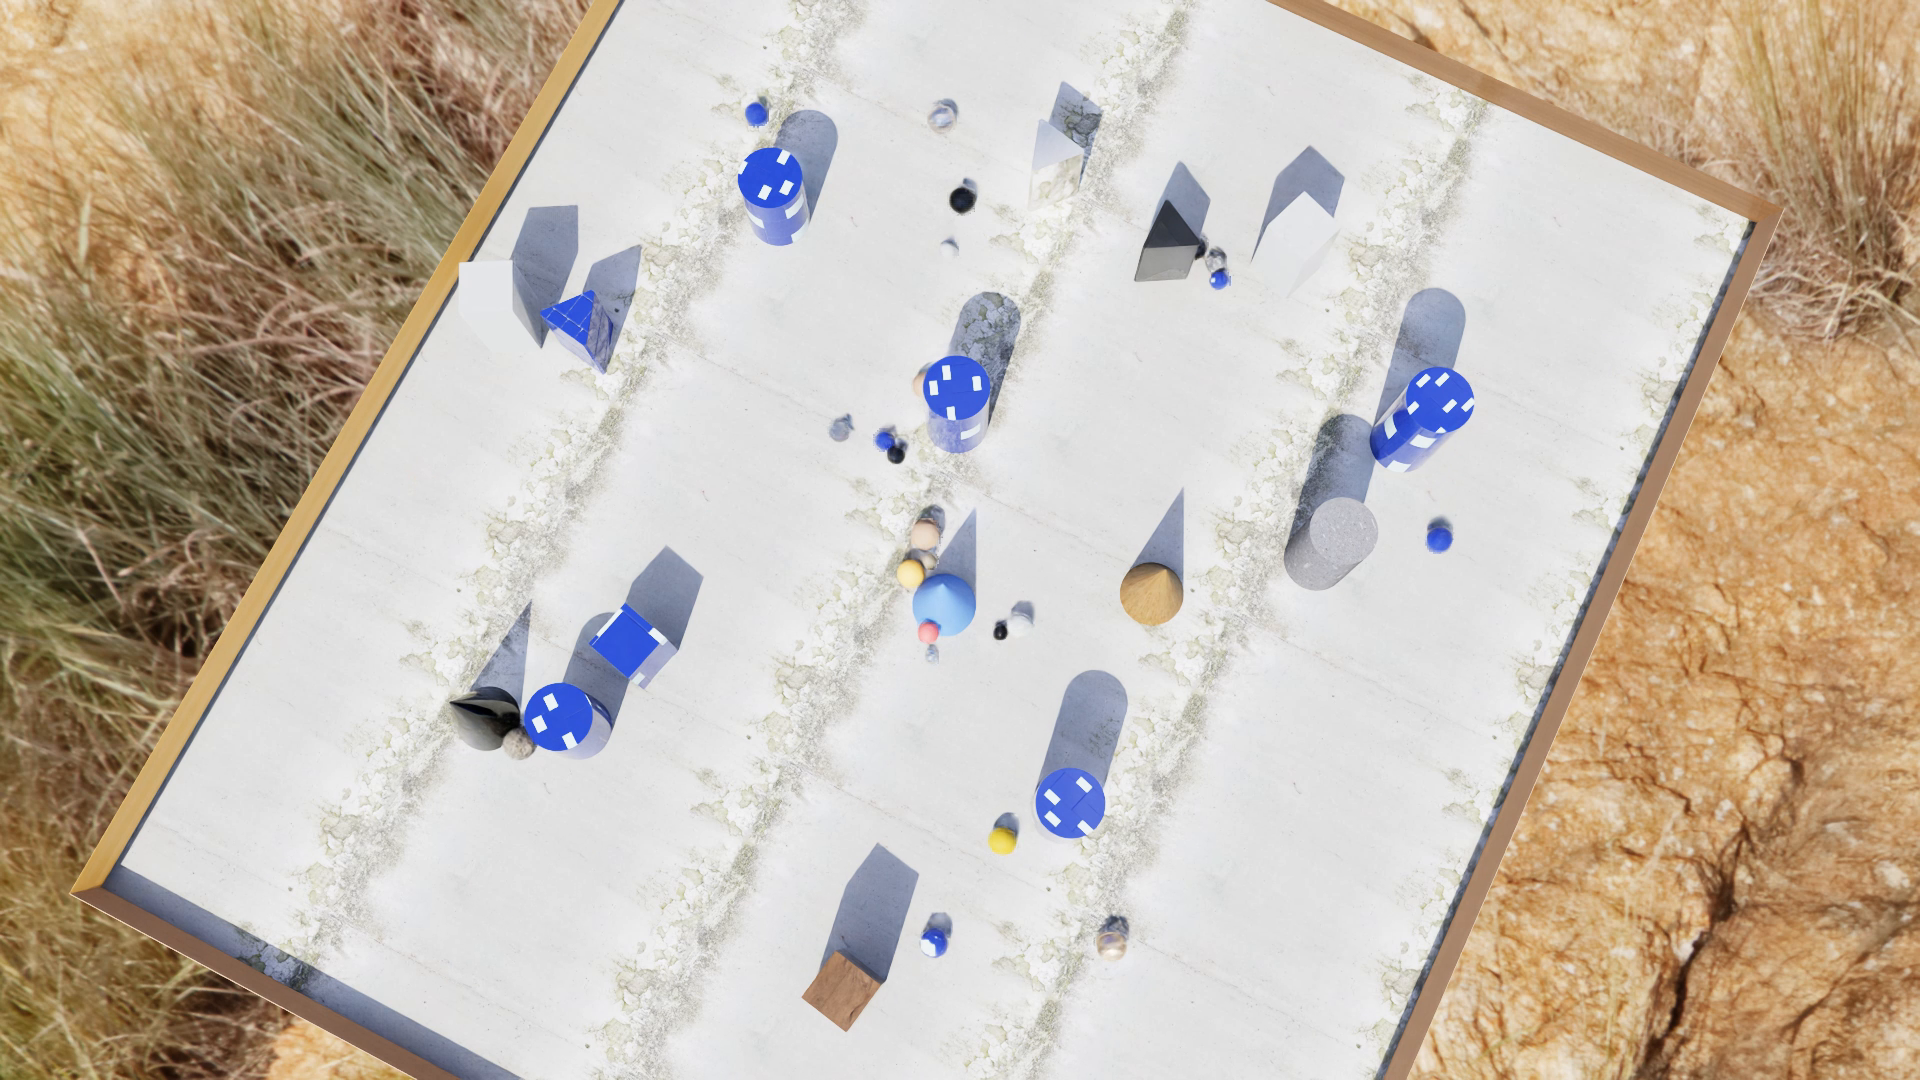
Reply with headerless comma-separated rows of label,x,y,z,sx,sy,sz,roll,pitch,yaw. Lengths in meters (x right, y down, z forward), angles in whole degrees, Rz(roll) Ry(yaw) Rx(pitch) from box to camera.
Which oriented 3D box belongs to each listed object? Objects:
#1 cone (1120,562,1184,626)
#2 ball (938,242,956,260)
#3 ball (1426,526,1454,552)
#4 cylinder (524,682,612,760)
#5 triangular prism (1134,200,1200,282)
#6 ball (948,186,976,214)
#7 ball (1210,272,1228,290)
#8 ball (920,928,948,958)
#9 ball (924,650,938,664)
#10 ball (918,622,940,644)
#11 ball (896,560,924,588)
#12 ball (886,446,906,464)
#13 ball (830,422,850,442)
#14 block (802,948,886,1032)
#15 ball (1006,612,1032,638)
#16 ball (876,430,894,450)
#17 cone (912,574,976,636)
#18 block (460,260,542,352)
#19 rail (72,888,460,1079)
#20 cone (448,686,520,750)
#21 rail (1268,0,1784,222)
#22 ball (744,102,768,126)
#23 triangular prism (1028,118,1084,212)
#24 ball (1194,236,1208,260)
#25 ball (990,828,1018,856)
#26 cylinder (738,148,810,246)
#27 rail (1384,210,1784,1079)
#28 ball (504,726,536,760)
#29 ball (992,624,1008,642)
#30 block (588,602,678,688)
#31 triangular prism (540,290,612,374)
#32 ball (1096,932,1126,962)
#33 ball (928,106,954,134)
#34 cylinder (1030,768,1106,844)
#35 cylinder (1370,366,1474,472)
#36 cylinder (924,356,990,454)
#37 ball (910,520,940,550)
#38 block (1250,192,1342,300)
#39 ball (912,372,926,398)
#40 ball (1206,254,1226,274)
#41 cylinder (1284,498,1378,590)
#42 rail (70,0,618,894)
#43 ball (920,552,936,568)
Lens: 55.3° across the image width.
cone,0.584,0.124,5.389,0.195,0.395,0.195,0,78,0
ball,-0.039,-0.911,5.776,0.057,0.057,0.057,0,78,0
ball,1.460,-0.003,5.577,0.079,0.079,0.079,0,78,0
cylinder,-1.142,0.533,5.356,0.195,0.295,0.195,0,78,0
triangular prism,0.630,-0.924,5.656,0.169,0.298,0.146,-4,78,-1
ball,0.006,-1.074,5.795,0.085,0.085,0.085,0,78,0
ball,0.810,-0.811,5.733,0.060,0.060,0.060,0,78,0
ball,-0.075,1.174,5.330,0.085,0.085,0.085,0,78,0
ball,-0.087,0.353,5.522,0.041,0.041,0.041,0,78,0
ball,-0.095,0.275,5.468,0.066,0.066,0.066,0,78,0
ball,-0.149,0.104,5.552,0.084,0.084,0.084,0,78,0
ball,-0.197,-0.260,5.641,0.058,0.058,0.058,0,78,0
ball,-0.372,-0.334,5.653,0.065,0.065,0.065,0,78,0
block,-0.324,1.267,5.172,0.156,0.358,0.156,36,81,7
ball,0.179,0.255,5.524,0.077,0.077,0.077,0,78,0
ball,-0.232,-0.307,5.649,0.061,0.061,0.061,0,78,0
cone,-0.048,0.161,5.396,0.195,0.366,0.195,0,78,0
block,-1.393,-0.705,5.568,0.156,0.382,0.156,-3,78,-1
rail,-0.921,1.811,5.176,3.655,0.127,0.045,26,80,5
cone,-1.419,0.492,5.293,0.195,0.434,0.195,0,78,0
rail,0.921,-1.798,5.923,3.655,0.127,0.045,26,80,5
ball,-0.652,-1.364,5.861,0.073,0.073,0.073,0,78,0
triangular prism,0.270,-1.175,5.692,0.169,0.328,0.146,-21,79,-4
ball,0.741,-0.917,5.769,0.072,0.072,0.072,0,78,0
ball,0.127,0.887,5.391,0.082,0.082,0.082,0,78,0
cylinder,-0.573,-1.059,5.675,0.195,0.316,0.195,0,78,0
rail,1.613,0.797,5.386,0.045,0.127,4.167,26,80,5
ball,-1.306,0.603,5.442,0.098,0.098,0.098,0,78,0
ball,0.122,0.281,5.533,0.049,0.049,0.049,0,78,0
block,-0.962,0.317,5.416,0.156,0.264,0.156,40,81,8
triangular prism,-1.136,-0.654,5.596,0.169,0.306,0.146,35,80,7
ball,0.441,1.183,5.327,0.088,0.088,0.088,0,78,0
ball,-0.061,-1.343,5.849,0.089,0.089,0.089,0,78,0
cylinder,0.306,0.767,5.264,0.195,0.379,0.195,0,78,0
cylinder,1.367,-0.351,5.448,0.195,0.473,0.195,0,78,0
cylinder,-0.010,-0.402,5.502,0.195,0.387,0.195,0,78,0
ball,-0.105,-0.015,5.560,0.091,0.091,0.091,0,78,0
block,1.025,-0.897,5.619,0.156,0.359,0.156,-43,81,-8
ball,-0.107,-0.478,5.674,0.082,0.082,0.082,0,78,0
ball,0.805,-0.869,5.764,0.064,0.064,0.064,0,78,0
cylinder,1.087,0.017,5.396,0.195,0.424,0.195,0,78,0
rail,-1.613,-0.783,5.713,0.045,0.127,4.167,26,80,5
ball,-0.097,0.063,5.578,0.050,0.050,0.050,0,78,0
